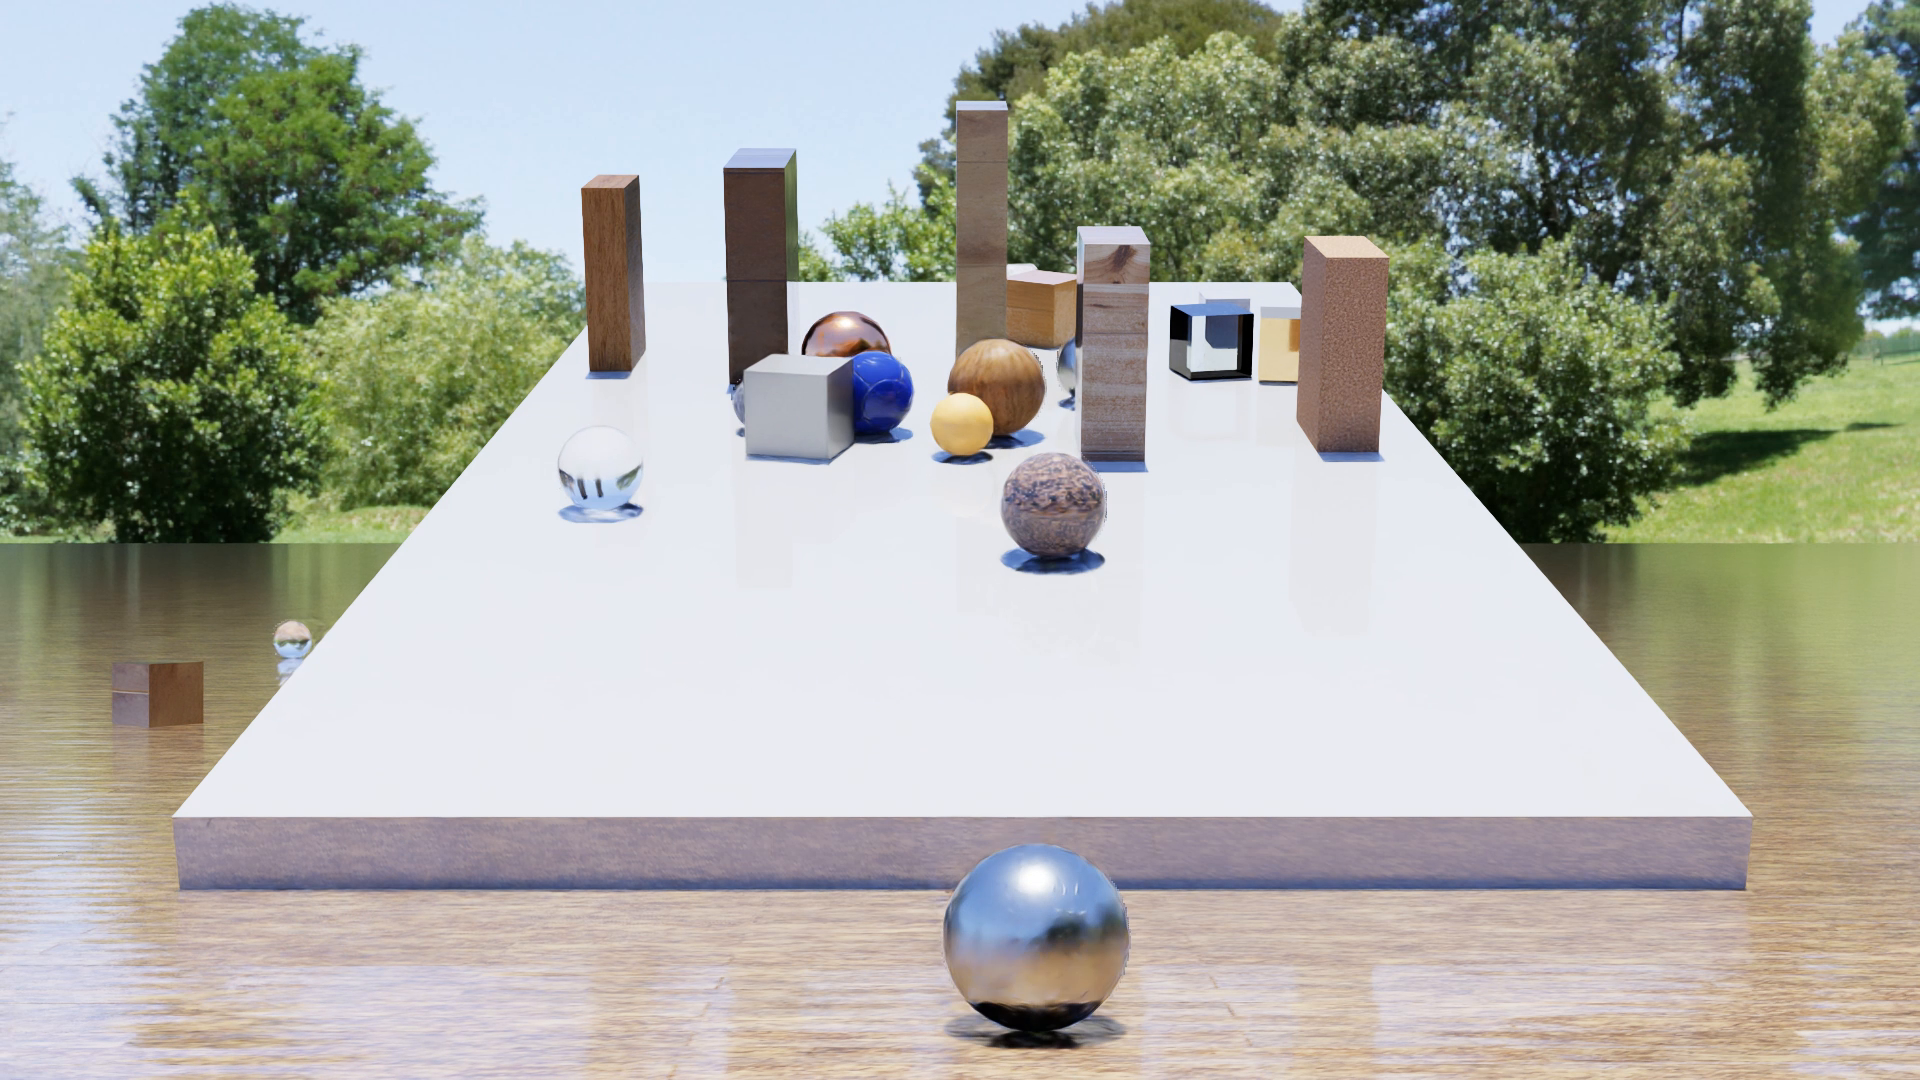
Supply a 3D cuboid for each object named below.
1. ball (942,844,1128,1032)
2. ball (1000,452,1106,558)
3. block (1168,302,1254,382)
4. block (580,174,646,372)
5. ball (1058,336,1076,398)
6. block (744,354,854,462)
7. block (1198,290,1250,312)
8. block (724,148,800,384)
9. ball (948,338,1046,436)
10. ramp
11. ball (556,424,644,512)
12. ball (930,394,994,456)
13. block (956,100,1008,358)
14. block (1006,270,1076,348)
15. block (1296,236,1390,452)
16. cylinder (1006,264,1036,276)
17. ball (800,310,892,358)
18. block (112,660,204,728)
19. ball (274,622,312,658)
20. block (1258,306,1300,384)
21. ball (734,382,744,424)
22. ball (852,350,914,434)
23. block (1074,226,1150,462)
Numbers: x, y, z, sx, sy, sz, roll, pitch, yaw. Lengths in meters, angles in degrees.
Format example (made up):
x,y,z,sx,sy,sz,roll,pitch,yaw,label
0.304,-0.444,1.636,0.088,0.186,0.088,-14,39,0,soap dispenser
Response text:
x,y,z,sx,sy,sz,roll,pitch,yaw,label
0.069,0.362,2.016,0.170,0.170,0.170,0,0,0,ball
0.162,-0.061,3.868,0.187,0.187,0.187,0,0,0,ball
0.608,-0.482,5.365,0.156,0.156,0.156,-4,17,-14,block
-0.852,-0.662,5.459,0.103,0.446,0.265,0,16,0,block
0.304,-0.394,5.048,0.164,0.164,0.164,0,0,0,ball
-0.335,-0.279,4.625,0.180,0.180,0.180,4,17,14,block
0.690,-0.584,5.783,0.116,0.116,0.116,-1,16,-3,block
-0.477,-0.672,5.378,0.142,0.512,0.408,0,16,0,block
0.078,-0.327,4.738,0.209,0.209,0.209,0,0,0,ball
-0.002,-0.164,4.730,2.000,0.100,4.000,0,16,0,ramp
-0.677,-0.135,4.164,0.162,0.162,0.162,0,0,0,ball
0.004,-0.238,4.574,0.131,0.131,0.131,0,0,0,ball
0.052,-0.748,5.432,0.122,0.628,0.241,0,16,0,block
0.217,-0.602,5.756,0.165,0.165,0.165,11,19,32,block
0.810,-0.421,4.706,0.129,0.409,0.293,0,16,0,block
0.119,-0.663,5.973,0.160,0.160,0.160,-5,2,-18,cylinder
-0.261,-0.422,5.063,0.208,0.208,0.208,0,0,0,ball
-1.930,0.368,5.321,0.149,0.149,0.149,0,0,36,block
-2.463,0.369,8.162,0.137,0.137,0.137,0,0,0,ball
0.799,-0.470,5.323,0.156,0.156,0.156,2,16,7,block
-0.430,-0.297,4.790,0.123,0.123,0.123,0,0,0,ball
-0.186,-0.318,4.764,0.178,0.178,0.178,0,0,0,ball
0.314,-0.410,4.599,0.132,0.448,0.241,0,16,0,block
